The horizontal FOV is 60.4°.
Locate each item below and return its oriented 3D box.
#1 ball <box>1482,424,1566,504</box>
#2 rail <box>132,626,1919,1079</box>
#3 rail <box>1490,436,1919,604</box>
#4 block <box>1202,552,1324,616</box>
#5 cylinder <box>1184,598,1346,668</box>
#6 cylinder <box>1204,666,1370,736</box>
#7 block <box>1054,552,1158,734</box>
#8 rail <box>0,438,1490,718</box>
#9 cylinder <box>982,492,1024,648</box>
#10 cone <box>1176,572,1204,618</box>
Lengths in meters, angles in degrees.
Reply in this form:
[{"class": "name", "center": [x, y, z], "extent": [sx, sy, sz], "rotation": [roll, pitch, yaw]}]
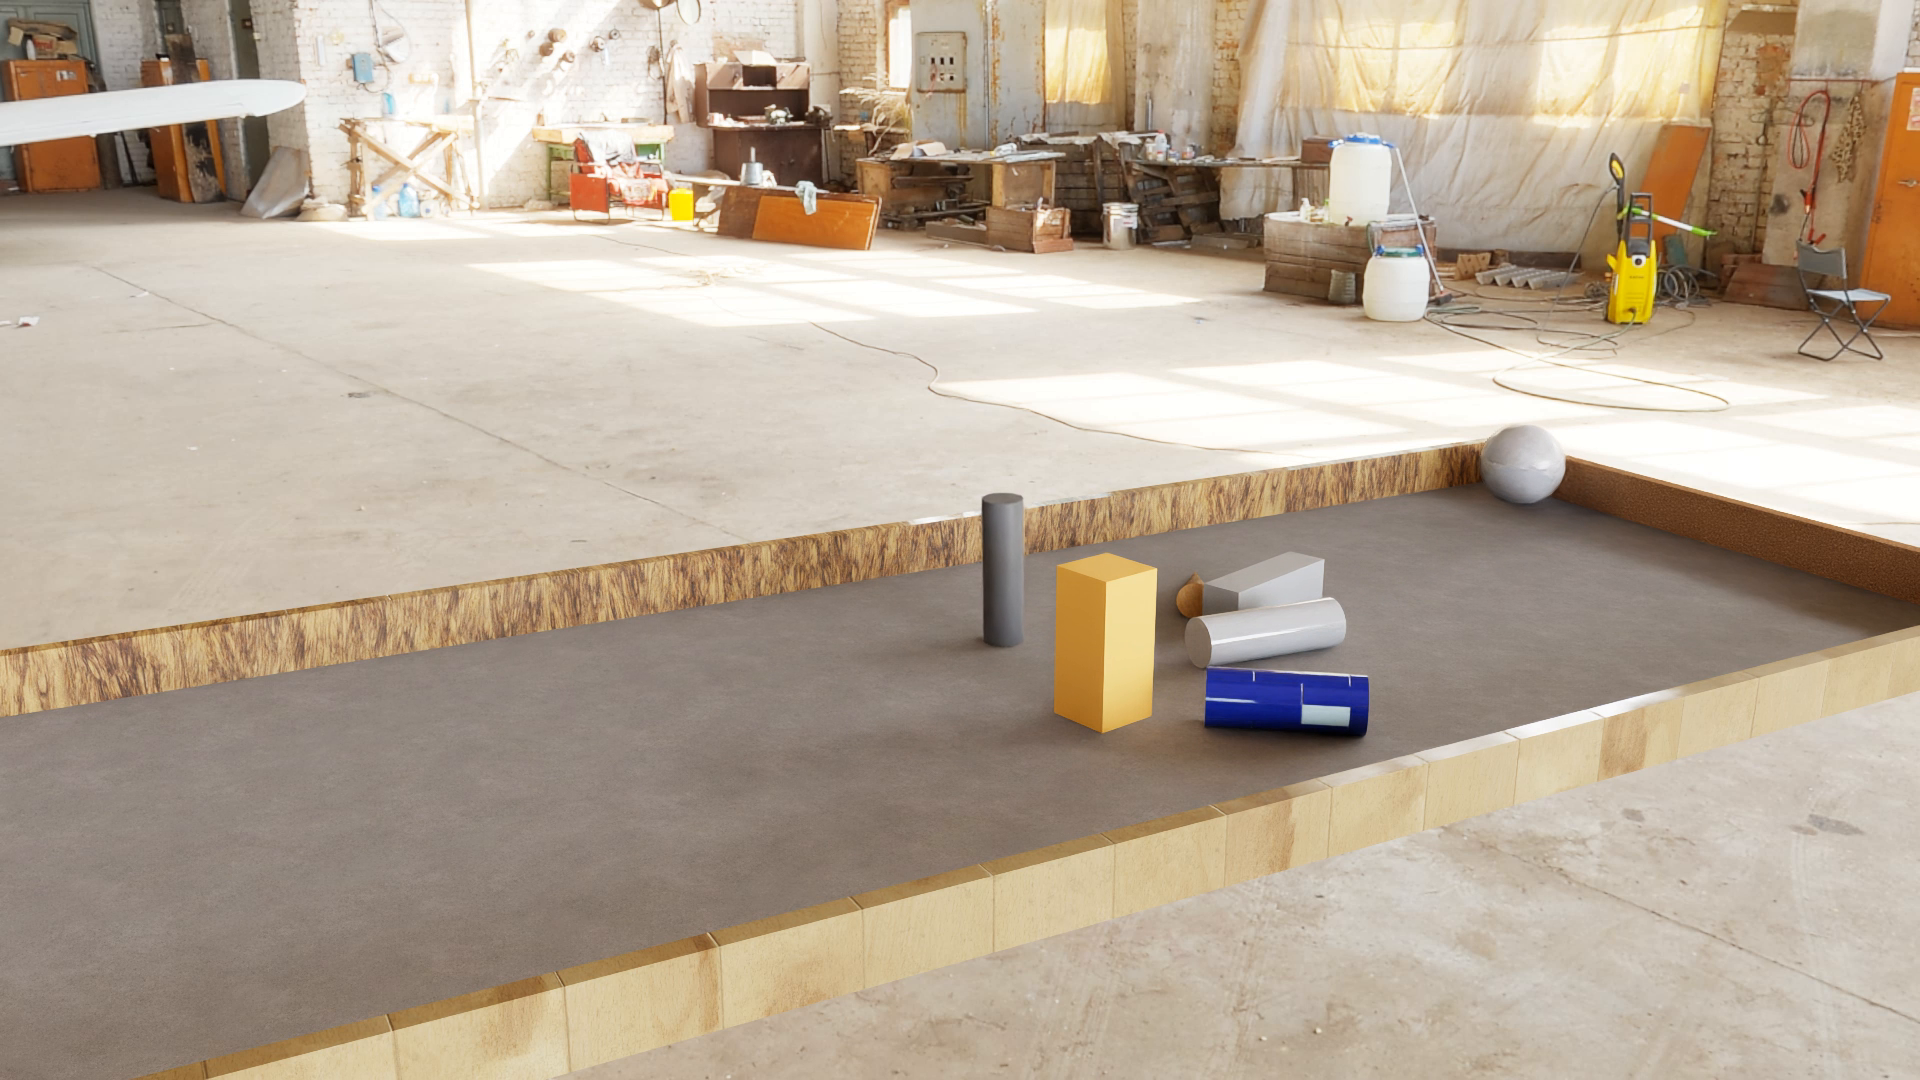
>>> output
[{"class": "ball", "center": [1.966, -0.264, 5.757], "extent": [0.279, 0.279, 0.279], "rotation": [0, 16, 0]}, {"class": "rail", "center": [-2.336, 1.006, 1.665], "extent": [12.000, 0.150, 0.050], "rotation": [-9, 18, -27]}, {"class": "rail", "center": [2.466, -0.048, 5.253], "extent": [0.050, 0.150, 2.100], "rotation": [-9, 18, -27]}, {"class": "block", "center": [0.860, 0.143, 4.661], "extent": [0.116, 0.116, 0.428], "rotation": [15, 22, 42]}, {"class": "cylinder", "center": [0.798, 0.240, 4.304], "extent": [0.409, 0.132, 0.132], "rotation": [-7, 18, -22]}, {"class": "cylinder", "center": [0.756, 0.374, 3.833], "extent": [0.366, 0.141, 0.141], "rotation": [2, 17, 8]}, {"class": "block", "center": [0.341, 0.239, 3.886], "extent": [0.164, 0.368, 0.164], "rotation": [-13, 21, -38]}, {"class": "rail", "center": [-3.305, 0.497, 3.399], "extent": [12.000, 0.150, 0.050], "rotation": [-9, 18, -27]}, {"class": "cylinder", "center": [0.114, 0.080, 4.375], "extent": [0.109, 0.397, 0.109], "rotation": [-1, 18, 0]}, {"class": "cone", "center": [0.686, 0.133, 4.813], "extent": [0.101, 0.101, 0.440], "rotation": [2, 10, 8]}]
